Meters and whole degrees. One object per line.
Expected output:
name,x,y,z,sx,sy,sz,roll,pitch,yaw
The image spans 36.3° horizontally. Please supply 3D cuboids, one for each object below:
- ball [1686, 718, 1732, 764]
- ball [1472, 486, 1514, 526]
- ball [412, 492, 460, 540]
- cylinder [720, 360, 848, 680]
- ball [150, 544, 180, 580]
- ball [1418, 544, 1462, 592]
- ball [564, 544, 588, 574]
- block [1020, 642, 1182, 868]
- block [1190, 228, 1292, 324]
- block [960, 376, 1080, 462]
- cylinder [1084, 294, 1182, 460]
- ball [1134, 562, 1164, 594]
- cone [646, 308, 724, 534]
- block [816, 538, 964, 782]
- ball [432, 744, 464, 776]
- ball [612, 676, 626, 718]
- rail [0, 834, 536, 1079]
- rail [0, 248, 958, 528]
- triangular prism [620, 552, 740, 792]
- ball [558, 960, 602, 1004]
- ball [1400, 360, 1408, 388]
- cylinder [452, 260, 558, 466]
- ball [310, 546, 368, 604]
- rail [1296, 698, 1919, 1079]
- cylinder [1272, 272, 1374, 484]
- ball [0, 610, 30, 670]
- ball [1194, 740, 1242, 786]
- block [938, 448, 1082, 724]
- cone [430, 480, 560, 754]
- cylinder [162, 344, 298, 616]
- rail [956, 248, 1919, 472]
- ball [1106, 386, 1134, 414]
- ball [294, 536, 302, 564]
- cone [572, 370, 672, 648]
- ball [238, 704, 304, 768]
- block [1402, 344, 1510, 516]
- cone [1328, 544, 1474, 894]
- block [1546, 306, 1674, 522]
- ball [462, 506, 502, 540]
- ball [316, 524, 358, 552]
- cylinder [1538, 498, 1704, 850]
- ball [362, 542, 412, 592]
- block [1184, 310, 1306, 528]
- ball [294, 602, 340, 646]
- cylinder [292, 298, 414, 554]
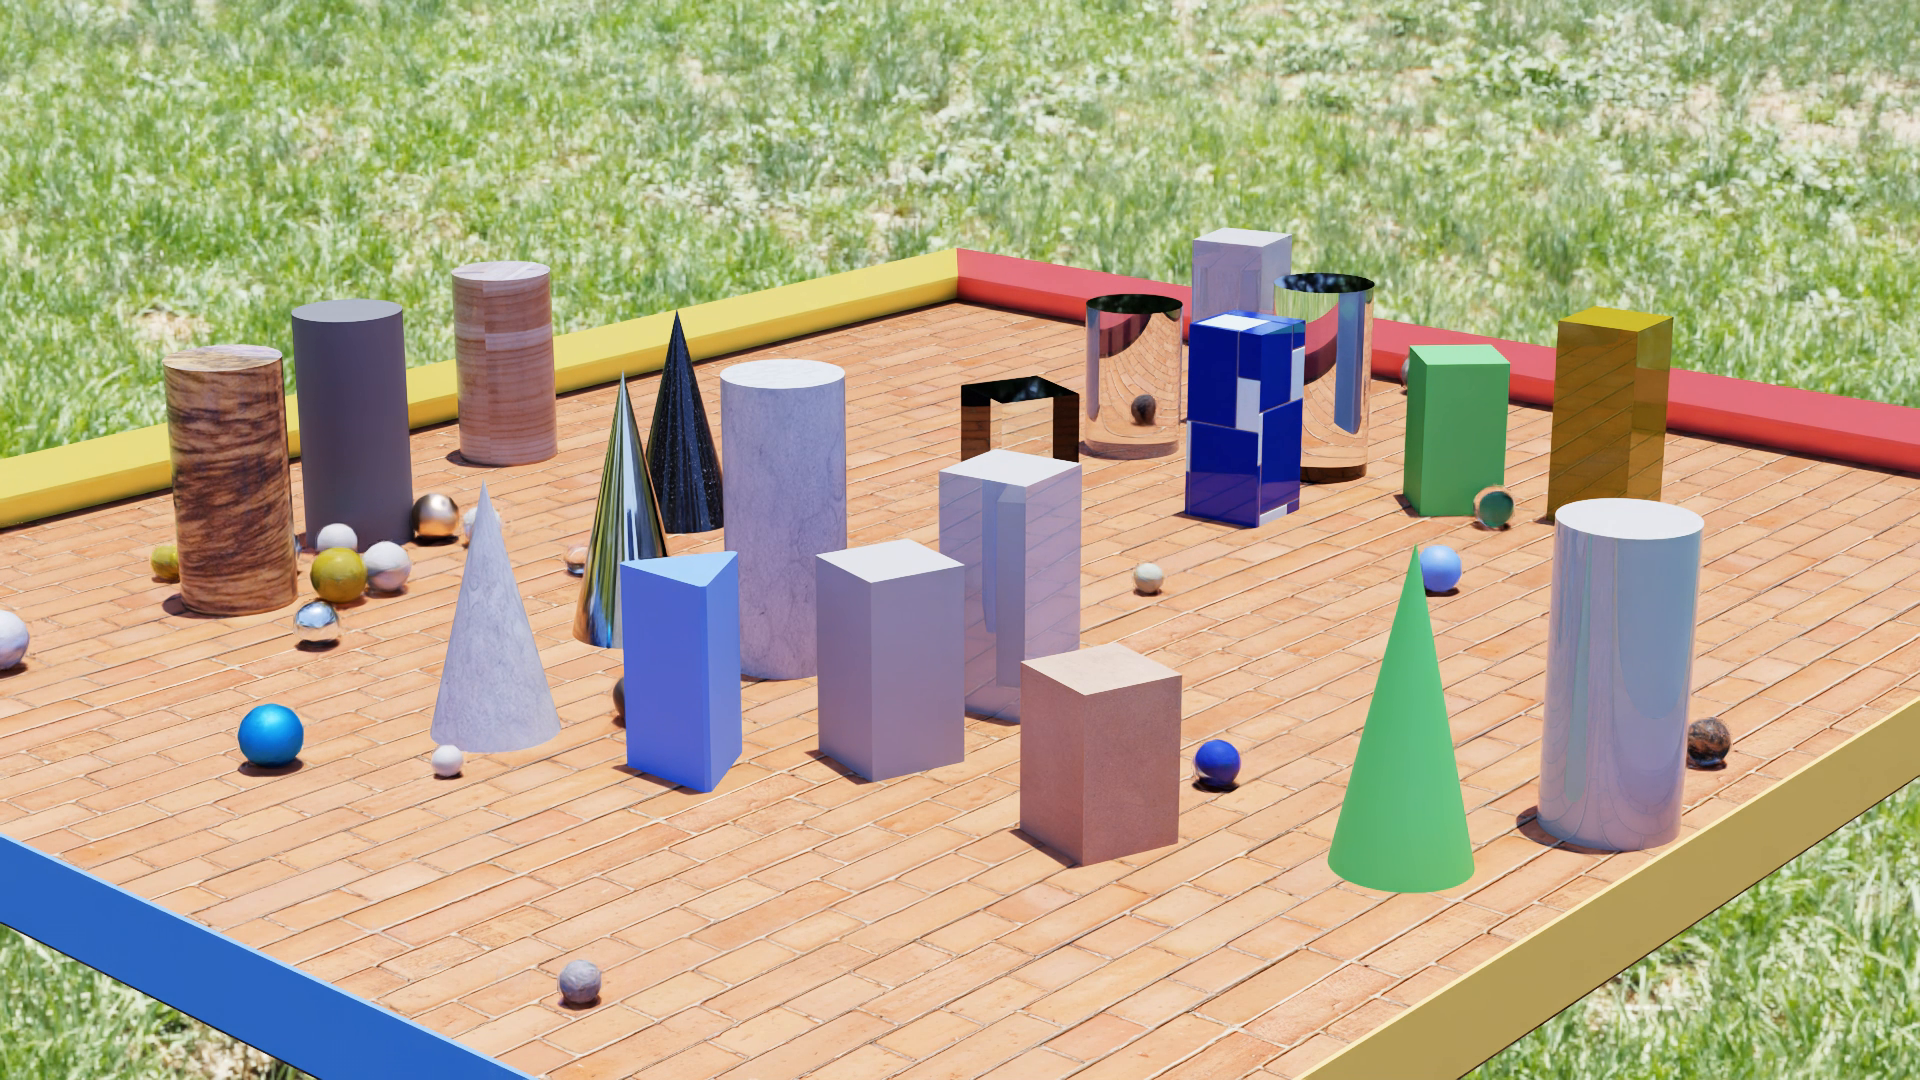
ball,1.107,0.299,4.344,0.069,0.069,0.069,0,17,0
ball,1.007,-0.064,5.533,0.077,0.077,0.077,0,17,0
ball,-0.973,-0.043,5.443,0.089,0.089,0.089,0,17,0
cylinder,-0.282,-0.035,4.737,0.199,0.481,0.199,0,17,0
ball,-1.408,0.039,5.218,0.062,0.062,0.062,0,17,0
ball,0.840,0.050,5.147,0.083,0.083,0.083,0,17,0
ball,-0.683,0.033,5.254,0.053,0.053,0.053,0,17,0
block,0.193,0.294,4.049,0.159,0.248,0.159,-10,19,-30
block,0.600,-0.454,6.276,0.159,0.395,0.159,9,19,28
block,0.109,-0.131,5.373,0.159,0.298,0.159,-8,19,-26
cylinder,0.358,-0.339,6.055,0.199,0.303,0.199,0,17,0
ball,0.332,0.066,5.142,0.053,0.053,0.053,0,17,0
cone,-0.528,-0.236,5.528,0.199,0.410,0.199,0,17,0
block,-0.103,0.176,4.340,0.159,0.306,0.159,-10,20,-31
ball,-0.751,0.324,4.301,0.046,0.046,0.046,0,17,0
ball,-0.496,0.241,4.519,0.077,0.077,0.077,0,17,0
rail,-1.210,0.434,3.786,3.271,0.129,0.045,14,22,39
rail,-1.217,-0.272,6.132,0.045,0.129,3.738,14,22,39
triangular prism,-0.379,0.183,4.303,0.172,0.313,0.149,14,22,39
ball,-0.463,0.538,3.577,0.053,0.053,0.053,0,17,0
ball,1.026,-0.371,6.534,0.088,0.088,0.088,0,17,0
cylinder,-0.929,-0.361,5.987,0.199,0.385,0.199,0,17,0
ball,-1.077,0.061,5.083,0.098,0.098,0.098,0,17,0
rail,1.217,0.337,4.108,0.045,0.129,3.738,14,22,39
cylinder,0.722,-0.325,5.866,0.199,0.385,0.199,0,17,0
ball,-1.558,0.162,4.744,0.099,0.099,0.099,0,17,0
ball,0.374,0.324,4.260,0.068,0.068,0.068,0,17,0
block,0.078,0.070,4.564,0.159,0.380,0.159,11,20,33
cone,-0.711,0.099,4.431,0.199,0.402,0.199,0,17,0
cylinder,-1.255,-0.104,5.050,0.199,0.432,0.199,0,17,0
rail,1.210,-0.369,6.454,3.271,0.129,0.045,14,22,39
ball,0.347,-0.303,6.353,0.063,0.063,0.063,0,17,0
ball,-1.220,0.020,5.242,0.084,0.084,0.084,0,17,0
cone,-0.555,-0.064,4.885,0.199,0.452,0.199,0,17,0
ball,-1.017,0.289,4.329,0.095,0.095,0.095,0,17,0
block,0.954,-0.212,5.642,0.159,0.298,0.159,-1,17,-3
cone,0.600,0.221,3.925,0.199,0.459,0.199,0,17,0
block,1.227,-0.228,5.538,0.159,0.389,0.159,12,21,35
ball,-0.882,-0.027,5.417,0.074,0.074,0.074,0,17,0
ball,-1.127,0.007,5.307,0.073,0.073,0.073,0,17,0
cylinder,0.913,0.185,4.065,0.199,0.448,0.199,0,17,0
ball,-1.008,0.047,5.145,0.088,0.088,0.088,0,17,0
block,0.542,-0.233,5.581,0.159,0.372,0.159,12,21,35
ball,-1.065,0.139,4.863,0.075,0.075,0.075,0,17,0
cylinder,-1.117,-0.211,5.404,0.199,0.433,0.199,0,17,0
